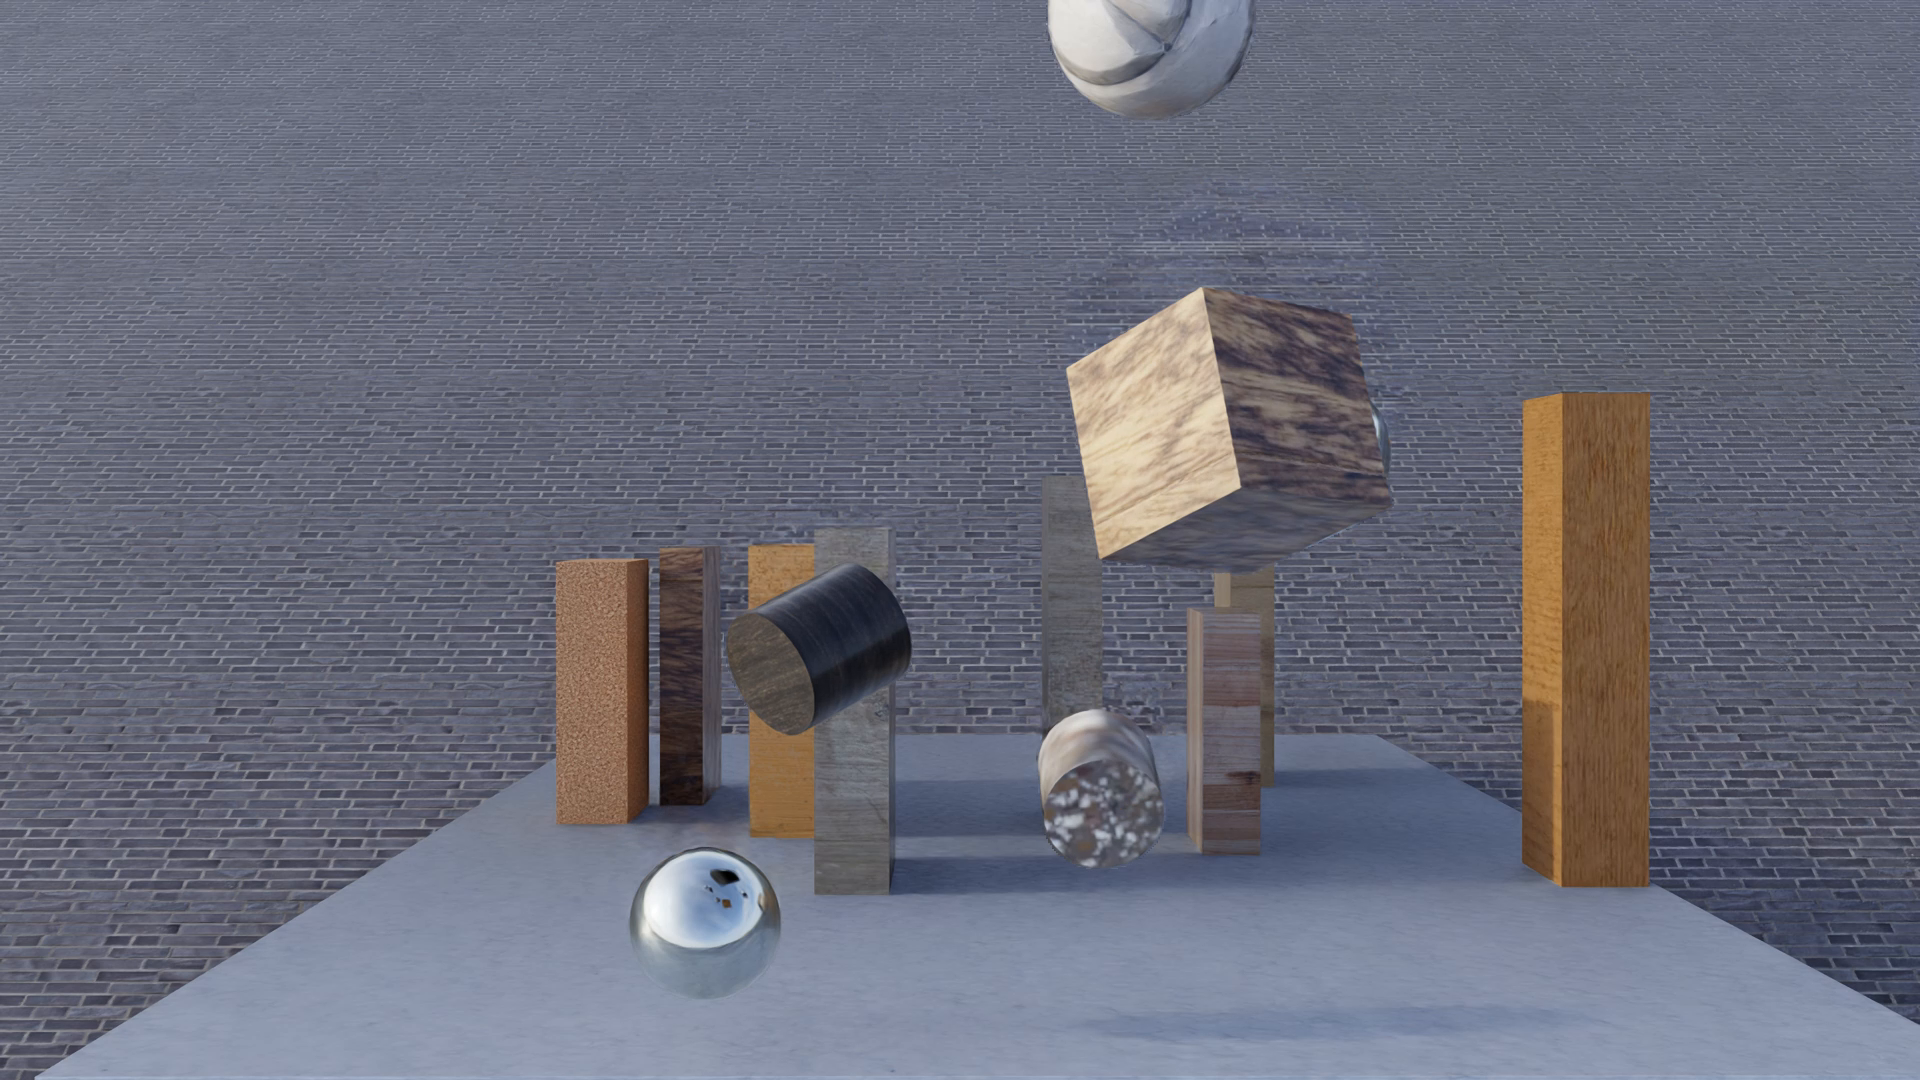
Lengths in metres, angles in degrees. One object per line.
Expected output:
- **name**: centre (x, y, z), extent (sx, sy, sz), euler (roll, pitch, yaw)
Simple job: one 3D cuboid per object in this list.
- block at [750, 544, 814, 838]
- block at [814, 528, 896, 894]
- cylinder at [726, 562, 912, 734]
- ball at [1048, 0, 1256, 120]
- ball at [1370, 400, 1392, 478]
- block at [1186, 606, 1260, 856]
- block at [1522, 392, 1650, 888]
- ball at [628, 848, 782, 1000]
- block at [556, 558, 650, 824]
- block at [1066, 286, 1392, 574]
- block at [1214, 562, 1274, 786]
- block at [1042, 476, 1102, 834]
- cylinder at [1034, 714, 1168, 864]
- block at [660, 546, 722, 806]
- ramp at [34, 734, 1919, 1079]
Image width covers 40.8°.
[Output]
- **block**: centre (-0.306, 0.264, 4.665), extent (0.124, 0.511, 0.306), euler (0, 1, 0)
- **block**: centre (-0.161, 0.254, 4.045), extent (0.112, 0.545, 0.396), euler (0, 1, 0)
- **cylinder**: centre (-0.155, 0.119, 2.835), extent (0.144, 0.144, 0.144), euler (25, 40, 39)
- **ball**: centre (0.152, -0.416, 2.050), extent (0.164, 0.164, 0.164), euler (0, 28, 0)
- **ball**: centre (0.377, -0.093, 2.786), extent (0.174, 0.174, 0.174), euler (0, 28, 0)
- **block**: centre (0.451, 0.321, 4.445), extent (0.095, 0.401, 0.312), euler (0, 1, 0)
- **block**: centre (0.980, 0.150, 4.058), extent (0.133, 0.750, 0.275), euler (0, 1, 0)
- **ball**: centre (-0.284, 0.427, 2.878), extent (0.169, 0.169, 0.169), euler (0, 28, 0)
- **block**: centre (-0.673, 0.278, 4.888), extent (0.130, 0.479, 0.332), euler (0, 1, 0)
- **block**: centre (0.236, -0.092, 2.285), extent (0.182, 0.182, 0.182), euler (6, -23, -38)
- **block**: centre (0.605, 0.276, 5.517), extent (0.091, 0.468, 0.331), euler (0, 1, 0)
- **block**: centre (0.204, 0.201, 4.755), extent (0.095, 0.634, 0.373), euler (0, 1, 0)
- **cylinder**: centre (0.162, 0.287, 2.996), extent (0.137, 0.137, 0.137), euler (-3, 15, -5)
- **block**: centre (-0.540, 0.264, 5.205), extent (0.083, 0.500, 0.398), euler (0, 1, 0)
- **ramp**: centre (0.063, 0.570, 4.611), extent (2.000, 0.100, 4.000), euler (0, 1, 0)
